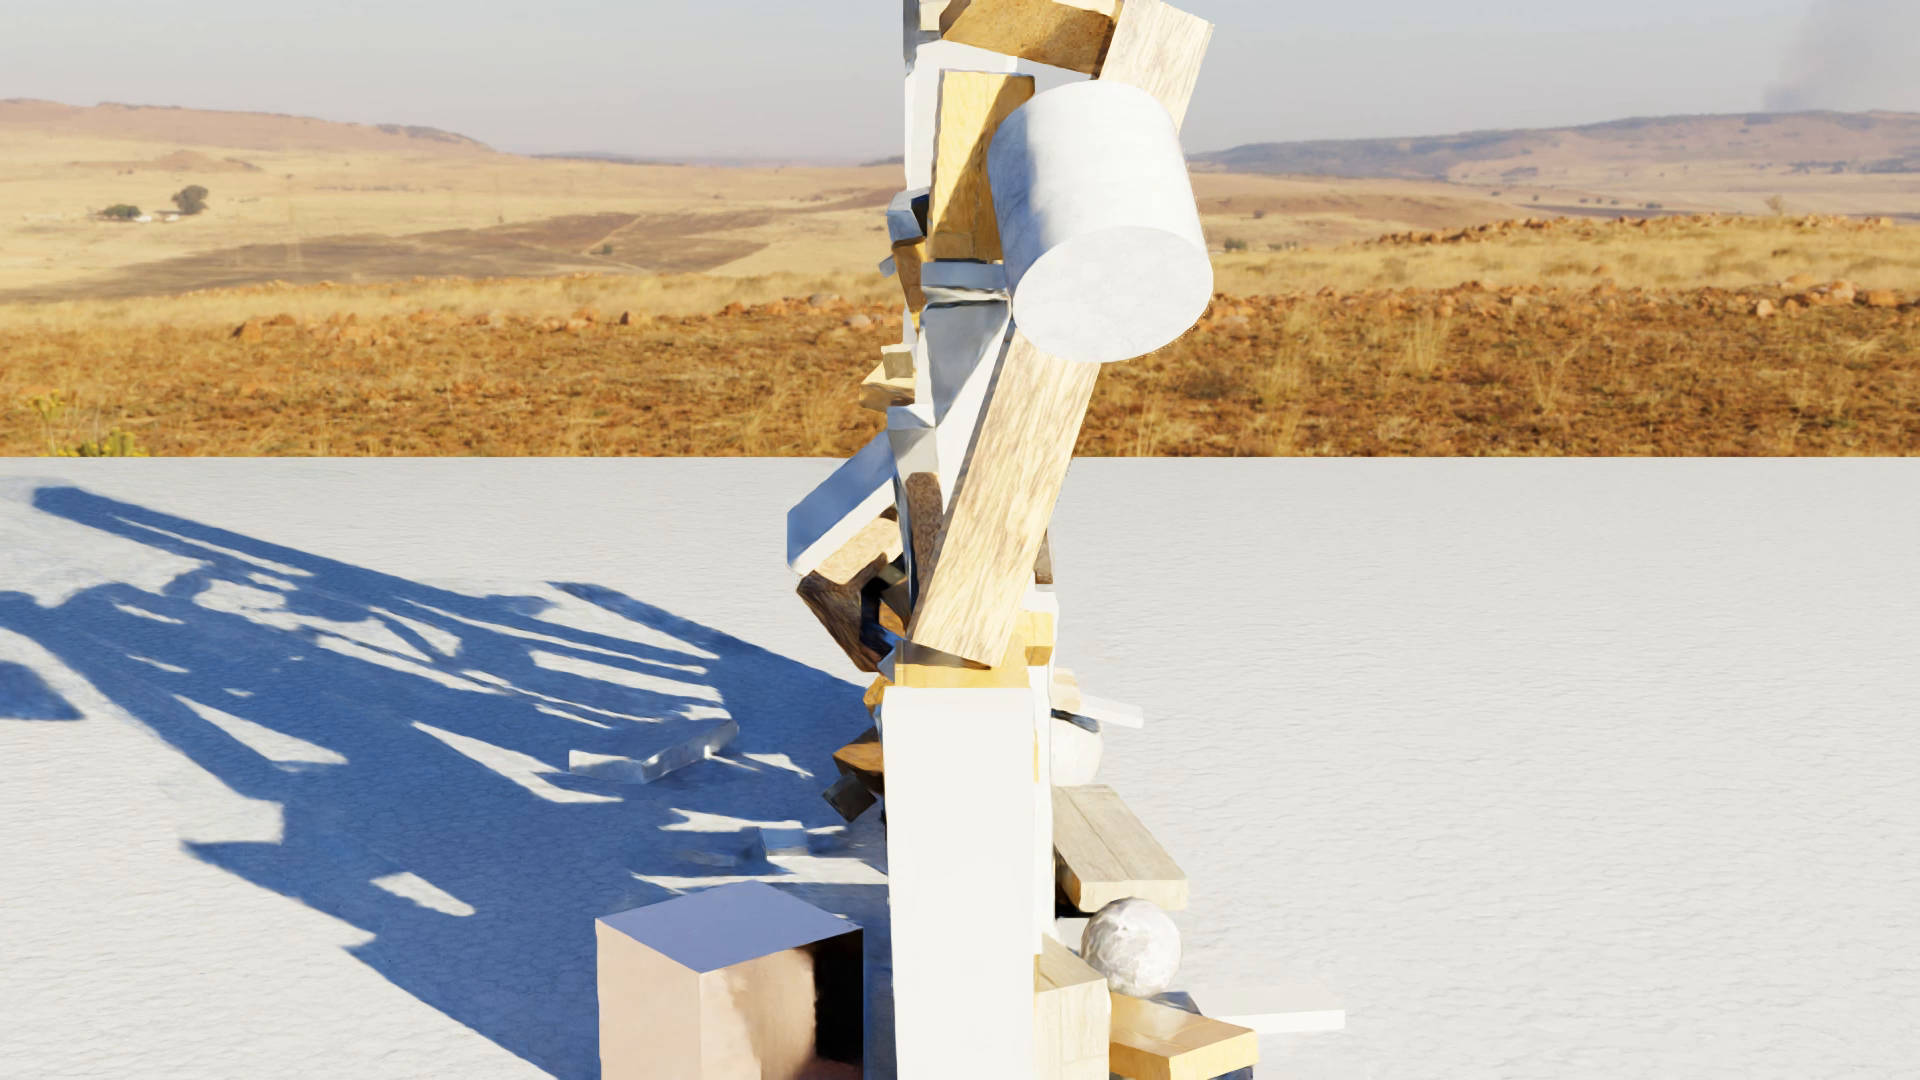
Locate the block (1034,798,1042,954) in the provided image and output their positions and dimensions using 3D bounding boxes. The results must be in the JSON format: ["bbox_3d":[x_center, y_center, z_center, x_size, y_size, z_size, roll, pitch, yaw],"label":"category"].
[{"bbox_3d":[0.014,0.358,2.778,0.164,0.328,0.046,-2,-8,0],"label":"block"}]

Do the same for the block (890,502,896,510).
[{"bbox_3d":[-0.051,-0.196,4.204,0.153,0.307,0.043,21,15,26],"label":"block"}]

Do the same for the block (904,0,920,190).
[{"bbox_3d":[-0.013,-0.600,4.240,0.173,0.910,0.049,1,18,6],"label":"block"}]

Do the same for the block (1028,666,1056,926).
[{"bbox_3d":[0.035,0.334,2.868,0.167,0.335,0.047,-2,-9,5],"label":"block"}]

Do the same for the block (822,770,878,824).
[{"bbox_3d":[-0.199,0.466,3.985,0.019,0.068,0.137,49,-4,27],"label":"block"}]

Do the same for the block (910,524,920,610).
[{"bbox_3d":[0.003,0.108,3.236,0.144,0.287,0.041,-5,-24,7],"label":"block"}]

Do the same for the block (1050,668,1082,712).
[{"bbox_3d":[0.110,0.257,3.927,0.203,0.027,0.095,8,29,-16],"label":"block"}]

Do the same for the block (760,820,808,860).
[{"bbox_3d":[-0.314,0.534,3.912,0.074,0.021,0.149,-3,11,-9],"label":"block"}]

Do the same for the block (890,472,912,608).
[{"bbox_3d":[-0.031,0.146,3.706,0.091,0.553,0.026,-10,18,-4],"label":"block"}]

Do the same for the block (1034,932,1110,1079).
[{"bbox_3d":[0.069,0.643,2.861,0.184,0.184,0.184,-7,13,-23],"label":"block"}]

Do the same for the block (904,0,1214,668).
[{"bbox_3d":[0.121,-0.255,2.697,0.119,0.831,0.034,18,2,-19],"label":"block"}]

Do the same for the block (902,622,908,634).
[{"bbox_3d":[-0.057,0.177,3.818,0.071,0.142,0.020,-5,15,35],"label":"block"}]

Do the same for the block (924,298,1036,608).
[{"bbox_3d":[0.029,-0.111,2.976,0.113,0.429,0.032,-3,20,7],"label":"block"}]

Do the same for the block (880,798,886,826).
[{"bbox_3d":[-0.116,0.451,4.019,0.019,0.137,0.068,15,0,-9],"label":"block"}]

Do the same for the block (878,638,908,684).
[{"bbox_3d":[-0.066,0.238,3.760,0.142,0.071,0.020,43,10,-14],"label":"block"}]

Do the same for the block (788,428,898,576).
[{"bbox_3d":[-0.209,-0.078,4.166,0.043,0.307,0.153,35,31,-30],"label":"block"}]

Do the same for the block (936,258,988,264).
[{"bbox_3d":[0.002,-0.427,2.939,0.069,0.139,0.020,-1,7,7],"label":"block"}]

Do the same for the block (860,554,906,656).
[{"bbox_3d":[-0.079,0.135,4.117,0.152,0.152,0.152,32,54,23],"label":"block"}]

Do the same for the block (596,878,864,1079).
[{"bbox_3d":[-0.299,0.615,2.857,0.247,0.247,0.247,-9,14,-39],"label":"block"}]

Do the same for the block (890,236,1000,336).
[{"bbox_3d":[0.006,-0.330,3.289,0.144,0.288,0.041,-5,35,17],"label":"block"}]

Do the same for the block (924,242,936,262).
[{"bbox_3d":[-0.001,-0.359,3.108,0.076,0.151,0.021,-4,33,8],"label":"block"}]

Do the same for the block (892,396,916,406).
[{"bbox_3d":[-0.031,-0.024,3.817,0.095,0.459,0.027,-5,10,41],"label":"block"}]

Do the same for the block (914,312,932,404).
[{"bbox_3d":[-0.006,-0.226,3.137,0.113,0.225,0.032,3,45,-1],"label":"block"}]

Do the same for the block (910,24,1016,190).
[{"bbox_3d":[0.005,-0.743,3.943,0.173,0.346,0.049,8,14,21],"label":"block"}]

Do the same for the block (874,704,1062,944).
[{"bbox_3d":[0.019,0.423,2.986,0.167,0.448,0.047,-13,11,5],"label":"block"}]

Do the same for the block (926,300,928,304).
[{"bbox_3d":[-0.001,-0.219,3.190,0.095,0.301,0.027,3,44,2],"label":"block"}]

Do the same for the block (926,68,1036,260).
[{"bbox_3d":[0.025,-0.486,2.853,0.119,0.238,0.034,1,18,-14],"label":"block"}]

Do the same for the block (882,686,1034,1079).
[{"bbox_3d":[0.004,0.465,2.562,0.164,0.673,0.046,1,30,3],"label":"block"}]

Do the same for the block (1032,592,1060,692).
[{"bbox_3d":[0.067,0.236,3.657,0.165,0.330,0.047,-2,35,-9],"label":"block"}]

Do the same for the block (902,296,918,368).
[{"bbox_3d":[-0.054,-0.389,3.955,0.093,0.186,0.026,18,38,17],"label":"block"}]

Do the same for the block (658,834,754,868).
[{"bbox_3d":[-0.445,0.545,3.854,0.148,0.021,0.074,4,11,19],"label":"block"}]

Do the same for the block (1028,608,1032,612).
[{"bbox_3d":[0.030,0.089,3.467,0.165,0.330,0.047,4,35,3],"label":"block"}]

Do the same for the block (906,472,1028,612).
[{"bbox_3d":[0.014,0.044,3.120,0.144,0.287,0.041,-3,-15,-16],"label":"block"}]
